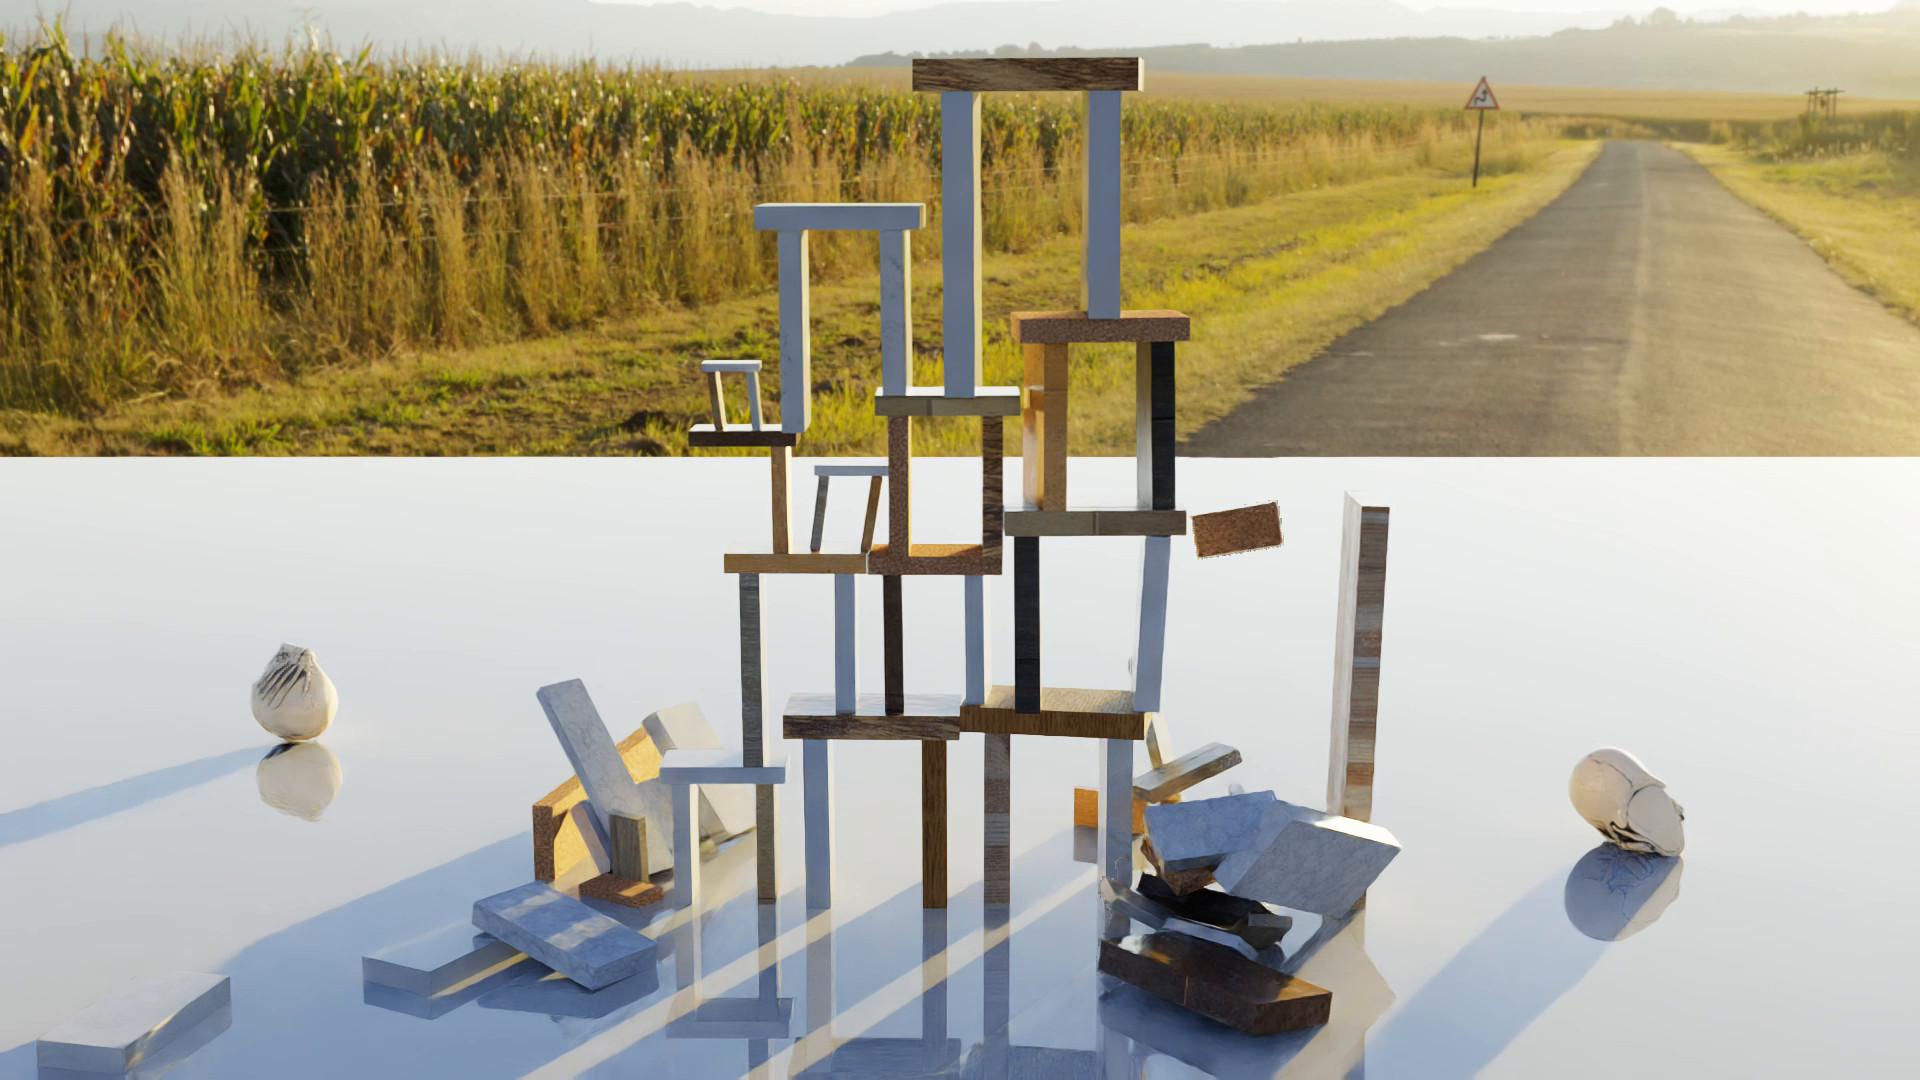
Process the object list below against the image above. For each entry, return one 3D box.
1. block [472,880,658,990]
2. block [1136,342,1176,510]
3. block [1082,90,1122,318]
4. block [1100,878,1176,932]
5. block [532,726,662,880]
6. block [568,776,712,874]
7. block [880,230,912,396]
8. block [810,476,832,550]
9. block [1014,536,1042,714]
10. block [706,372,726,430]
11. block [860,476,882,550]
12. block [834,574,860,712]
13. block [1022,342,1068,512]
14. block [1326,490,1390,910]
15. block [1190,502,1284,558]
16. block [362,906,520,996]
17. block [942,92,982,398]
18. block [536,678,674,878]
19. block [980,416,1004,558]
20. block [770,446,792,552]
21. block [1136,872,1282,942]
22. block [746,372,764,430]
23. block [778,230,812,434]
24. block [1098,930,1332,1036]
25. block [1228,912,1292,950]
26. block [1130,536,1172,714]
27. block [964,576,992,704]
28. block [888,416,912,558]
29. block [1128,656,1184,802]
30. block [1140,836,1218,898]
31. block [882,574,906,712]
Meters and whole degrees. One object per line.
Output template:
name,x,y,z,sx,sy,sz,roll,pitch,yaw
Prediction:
block,-0.606,0.603,3.367,0.266,0.038,0.133,19,18,33
block,0.310,-0.189,3.489,0.037,0.264,0.132,-2,11,-5
block,0.219,-0.523,3.422,0.049,0.343,0.171,0,11,0
block,0.287,0.581,3.461,0.134,0.019,0.067,29,11,-19
block,-0.634,0.456,4.033,0.037,0.130,0.642,2,11,13
block,-0.549,0.492,3.852,0.037,0.131,0.261,-39,-16,36
block,-0.101,-0.364,3.480,0.036,0.257,0.128,0,11,4
block,-0.225,-0.048,3.552,0.017,0.121,0.060,8,10,-1
block,0.110,0.123,3.539,0.040,0.285,0.143,0,11,3
block,-0.389,-0.226,3.518,0.013,0.092,0.046,-7,10,3
block,-0.142,-0.048,3.552,0.017,0.121,0.060,9,11,-1
block,-0.184,0.156,3.591,0.033,0.230,0.115,0,11,1
block,0.134,-0.187,3.481,0.037,0.264,0.132,-2,11,-12
block,0.648,0.261,3.609,0.045,0.668,0.158,1,11,0
block,0.451,-0.016,3.585,0.140,0.070,0.020,-9,0,-2
block,-0.772,0.625,3.376,0.133,0.038,0.266,6,12,29
block,0.004,-0.467,3.460,0.049,0.466,0.171,0,11,4
block,-0.610,0.411,3.788,0.085,0.378,0.024,-12,-23,-49
block,0.051,-0.094,3.525,0.032,0.227,0.113,0,11,-1
block,-0.287,-0.072,3.544,0.024,0.171,0.086,0,10,1
block,0.397,0.581,3.473,0.215,0.030,0.108,8,-22,39
block,-0.328,-0.226,3.518,0.013,0.092,0.046,-5,10,2
block,-0.263,-0.336,3.496,0.036,0.317,0.128,0,10,1
block,0.368,0.642,3.206,0.158,0.045,0.316,2,7,-40
block,0.454,0.598,3.358,0.067,0.019,0.134,5,-25,-8
block,0.307,0.121,3.546,0.040,0.285,0.143,3,11,2
block,0.030,0.151,3.585,0.030,0.214,0.107,1,11,7
block,-0.096,-0.094,3.530,0.032,0.227,0.113,0,11,1
block,0.346,0.373,3.753,0.020,0.393,0.070,-7,19,21
block,0.407,0.483,3.484,0.215,0.030,0.108,-17,44,-25
block,-0.107,0.157,3.587,0.030,0.229,0.107,-1,11,0
